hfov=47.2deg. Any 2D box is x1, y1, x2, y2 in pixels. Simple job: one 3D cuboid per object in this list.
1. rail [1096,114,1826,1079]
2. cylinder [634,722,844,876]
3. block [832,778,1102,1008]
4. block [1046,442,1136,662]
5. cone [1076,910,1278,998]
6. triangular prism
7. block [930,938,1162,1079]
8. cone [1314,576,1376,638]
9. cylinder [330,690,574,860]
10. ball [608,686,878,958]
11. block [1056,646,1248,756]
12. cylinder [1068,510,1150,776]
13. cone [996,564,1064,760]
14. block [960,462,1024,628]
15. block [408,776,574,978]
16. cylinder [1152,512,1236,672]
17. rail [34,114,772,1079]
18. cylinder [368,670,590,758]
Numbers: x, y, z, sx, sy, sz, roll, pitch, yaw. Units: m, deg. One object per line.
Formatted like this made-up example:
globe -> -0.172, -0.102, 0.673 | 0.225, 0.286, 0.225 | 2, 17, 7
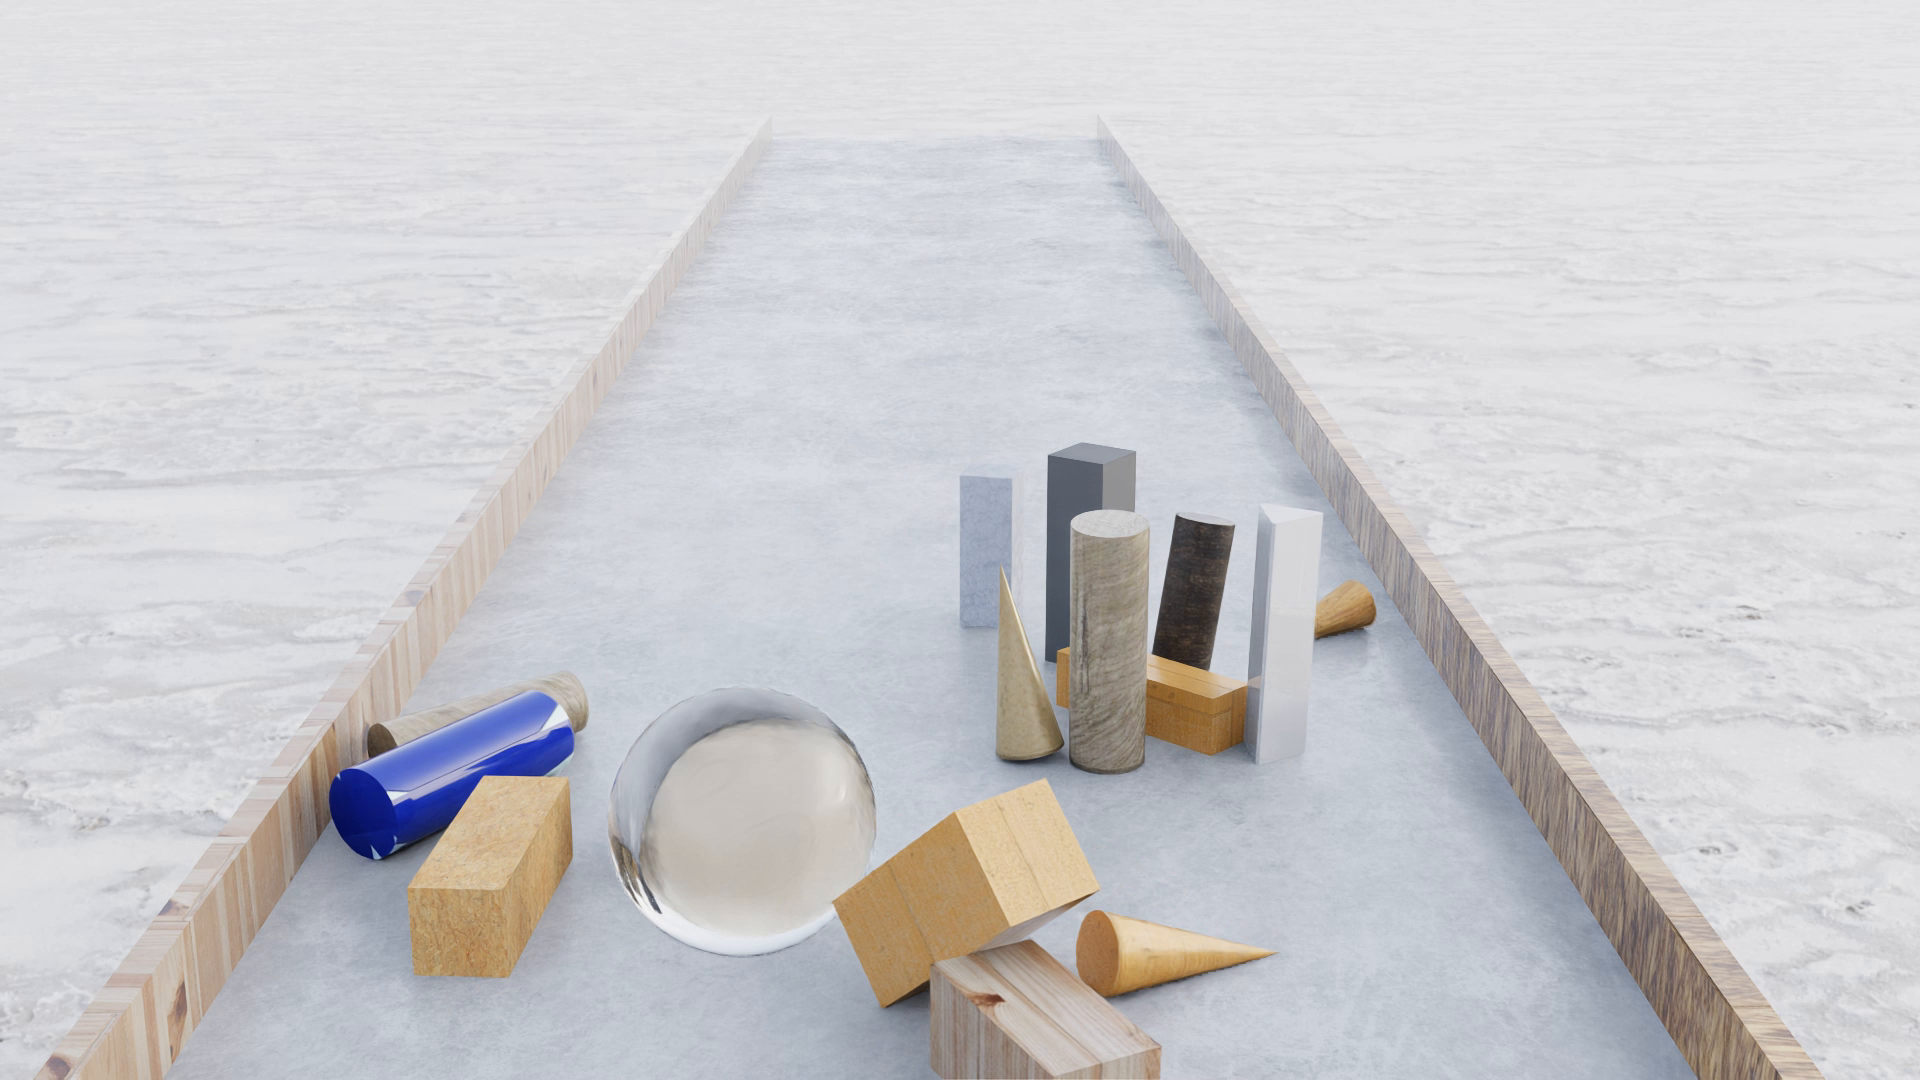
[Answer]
rail -> 0.932, -0.844, 7.801 | 0.050, 0.150, 12.000 | 0, 17, -1
cylinder -> -0.353, 0.416, 3.571 | 0.147, 0.147, 0.343 | 12, 20, 35
block -> 0.003, 0.484, 2.993 | 0.165, 0.165, 0.339 | -14, -19, -40
block -> 0.259, 0.034, 4.367 | 0.126, 0.426, 0.126 | 11, 20, 33
cone -> 0.329, 0.590, 3.139 | 0.306, 0.122, 0.122 | 5, 13, -26
triangular prism -> 0.549, 0.162, 3.885 | 0.114, 0.450, 0.098 | -11, 22, -32
block -> 0.102, 0.652, 2.771 | 0.151, 0.151, 0.318 | -9, 19, -26
cone -> 0.710, 0.181, 4.528 | 0.305, 0.104, 0.104 | -25, 27, -29
cylinder -> -0.840, 0.385, 3.665 | 0.153, 0.153, 0.415 | 10, 19, 30
ball -> -0.314, 0.405, 3.181 | 0.389, 0.389, 0.389 | 0, 17, 0
block -> 0.353, 0.286, 4.074 | 0.368, 0.108, 0.108 | 15, 22, 42
cylinder -> 0.259, 0.179, 3.828 | 0.135, 0.445, 0.135 | -1, 21, 0
cone -> 0.098, 0.204, 3.899 | 0.125, 0.348, 0.125 | -9, 12, 2
block -> 0.067, 0.011, 4.620 | 0.112, 0.326, 0.112 | 4, 17, 14
block -> -0.699, 0.499, 3.310 | 0.137, 0.137, 0.408 | 1, 17, 3
cylinder -> 0.440, 0.123, 4.194 | 0.114, 0.336, 0.114 | 9, 9, -1
rail -> -1.118, -0.838, 7.780 | 0.050, 0.150, 12.000 | 0, 17, -1
cylinder -> -0.851, 0.333, 3.903 | 0.383, 0.116, 0.116 | -15, 22, -42
